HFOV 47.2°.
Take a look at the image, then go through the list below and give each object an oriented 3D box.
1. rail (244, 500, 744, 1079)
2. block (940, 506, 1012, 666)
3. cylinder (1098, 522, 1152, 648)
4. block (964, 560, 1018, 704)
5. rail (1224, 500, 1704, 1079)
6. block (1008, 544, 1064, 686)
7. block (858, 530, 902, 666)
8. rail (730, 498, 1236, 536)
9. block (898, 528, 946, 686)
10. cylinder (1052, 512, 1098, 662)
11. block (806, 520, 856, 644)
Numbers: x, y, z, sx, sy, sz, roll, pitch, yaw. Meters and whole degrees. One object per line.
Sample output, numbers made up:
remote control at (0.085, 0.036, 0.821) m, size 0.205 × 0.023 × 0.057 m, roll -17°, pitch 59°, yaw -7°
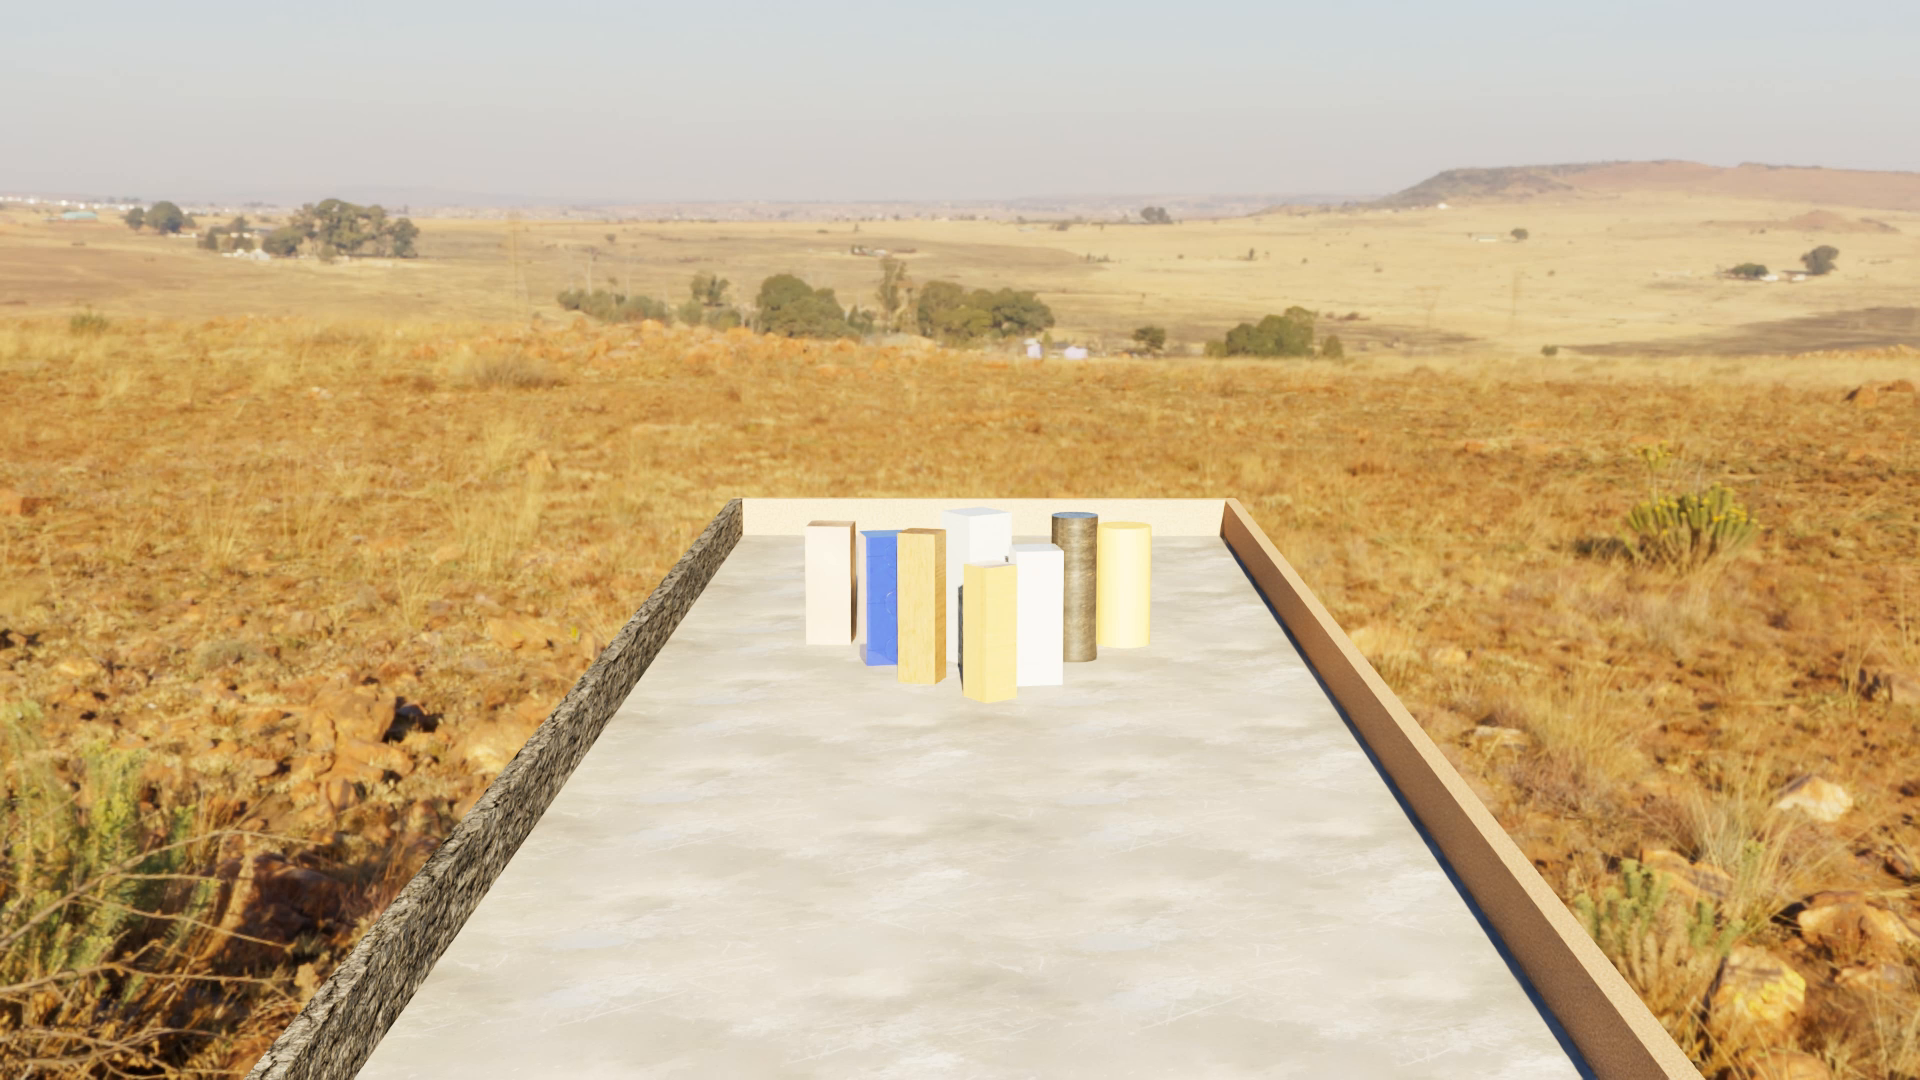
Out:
rail at (-1.004, 0.839, 3.234) m, size 0.050 × 0.150 × 12.000 m, roll 0°, pitch 9°, yaw 1°
block at (0.049, 0.139, 6.671) m, size 0.153 × 0.456 × 0.153 m, roll -6°, pitch 11°, yaw -34°
cylinder at (0.516, 0.139, 6.932) m, size 0.169 × 0.376 × 0.169 m, roll 0°, pitch 9°, yaw 0°
block at (0.085, 0.255, 6.181) m, size 0.108 × 0.381 × 0.108 m, roll -6°, pitch 11°, yaw -35°
rail at (1.046, 0.843, 3.208) m, size 0.050 × 0.150 × 12.000 m, roll 0°, pitch 9°, yaw 1°
block at (0.220, 0.216, 6.394) m, size 0.136 × 0.392 × 0.136 m, roll -1°, pitch 9°, yaw -8°
block at (-0.227, 0.173, 6.664) m, size 0.137 × 0.391 × 0.137 m, roll -2°, pitch 9°, yaw -12°
rail at (0.099, -0.098, 9.147) m, size 2.100 × 0.150 × 0.050 m, roll 0°, pitch 9°, yaw 1°
block at (-0.110, 0.192, 6.396) m, size 0.113 × 0.440 × 0.113 m, roll 3°, pitch 9°, yaw 17°
cylinder at (0.348, 0.142, 6.700) m, size 0.144 × 0.442 × 0.144 m, roll 0°, pitch 9°, yaw 0°
block at (-0.408, 0.133, 6.970) m, size 0.141 × 0.375 × 0.141 m, roll 1°, pitch 9°, yaw 5°
